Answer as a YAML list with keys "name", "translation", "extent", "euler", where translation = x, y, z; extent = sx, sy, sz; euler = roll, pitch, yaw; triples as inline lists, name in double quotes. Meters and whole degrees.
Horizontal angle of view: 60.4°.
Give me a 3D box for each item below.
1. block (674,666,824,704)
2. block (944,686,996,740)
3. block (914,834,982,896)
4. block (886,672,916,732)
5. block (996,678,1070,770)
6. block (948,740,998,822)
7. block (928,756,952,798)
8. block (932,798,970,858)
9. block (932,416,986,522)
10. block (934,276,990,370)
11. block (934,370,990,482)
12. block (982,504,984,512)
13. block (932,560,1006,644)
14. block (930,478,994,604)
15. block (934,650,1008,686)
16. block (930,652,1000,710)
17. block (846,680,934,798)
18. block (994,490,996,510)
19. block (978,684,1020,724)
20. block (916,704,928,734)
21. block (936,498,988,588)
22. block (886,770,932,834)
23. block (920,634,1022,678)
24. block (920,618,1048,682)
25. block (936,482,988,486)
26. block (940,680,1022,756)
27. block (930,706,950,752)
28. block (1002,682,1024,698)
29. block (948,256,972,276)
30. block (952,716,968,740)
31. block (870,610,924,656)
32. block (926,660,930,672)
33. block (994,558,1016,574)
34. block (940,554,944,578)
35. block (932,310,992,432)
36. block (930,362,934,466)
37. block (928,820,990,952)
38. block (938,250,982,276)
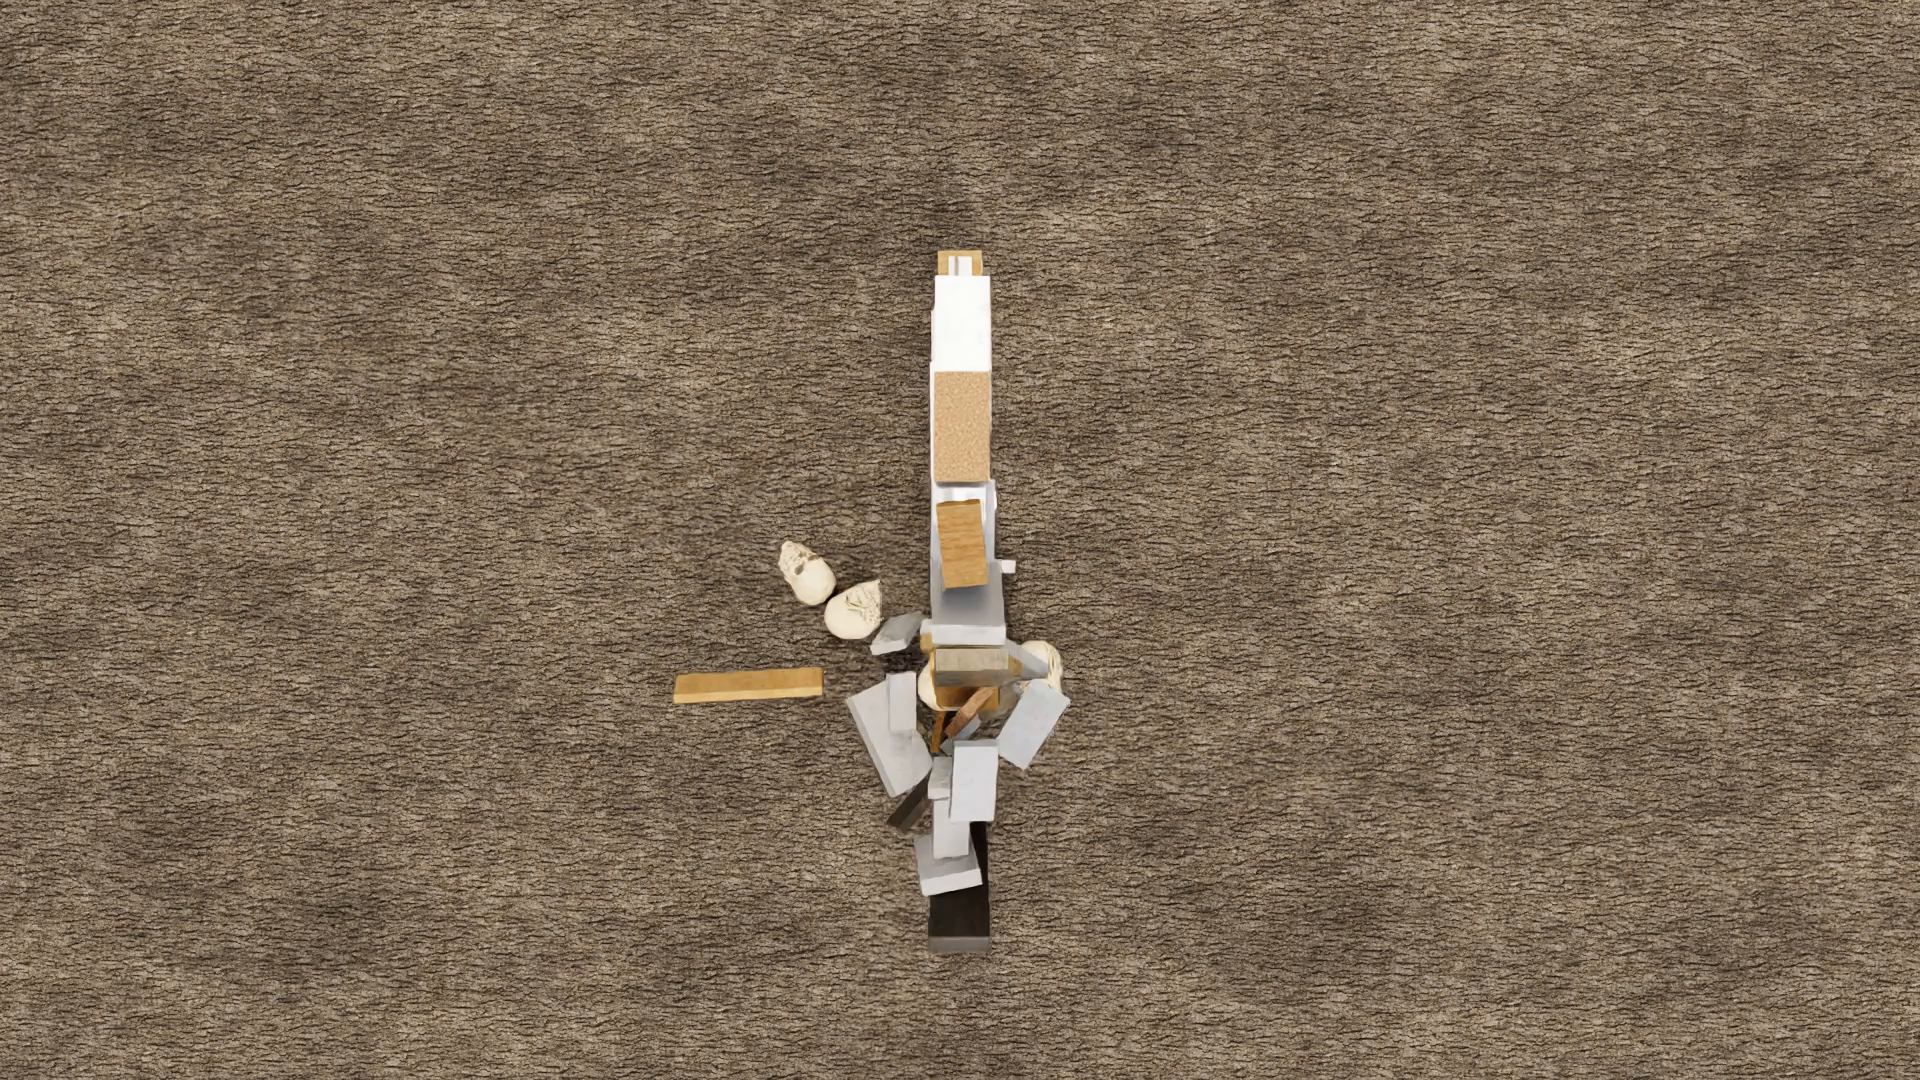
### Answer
- name: "block"
  translation: [-0.695, 0.477, 5.441]
  extent: [0.484, 0.117, 0.033]
  euler: [-3, 120, 0]
- name: "block"
  translation: [0.028, 0.473, 4.578]
  extent: [0.034, 0.239, 0.120]
  euler: [42, 68, 6]
- name: "block"
  translation: [-0.039, 0.955, 4.919]
  extent: [0.175, 0.349, 0.049]
  euler: [-11, 101, -3]
- name: "block"
  translation: [-0.182, 0.503, 5.149]
  extent: [0.089, 0.025, 0.178]
  euler: [-4, 98, -27]
- name: "block"
  translation: [0.200, 0.534, 4.762]
  extent: [0.120, 0.343, 0.034]
  euler: [32, 47, 5]
- name: "block"
  translation: [0.037, 0.653, 4.472]
  extent: [0.120, 0.034, 0.239]
  euler: [-1, 115, -8]
- name: "block"
  translation: [-0.031, 0.691, 4.814]
  extent: [0.106, 0.212, 0.030]
  euler: [-3, 107, 6]
- name: "block"
  translation: [-0.028, 0.833, 4.812]
  extent: [0.106, 0.030, 0.212]
  euler: [-4, 119, -8]
- name: "block"
  translation: [-0.002, -0.179, 4.147]
  extent: [0.132, 0.037, 0.264]
  euler: [0, 90, 0]
- name: "block"
  translation: [0.005, -0.496, 3.913]
  extent: [0.128, 0.036, 0.257]
  euler: [0, 90, 0]
- name: "block"
  translation: [0.003, -0.264, 3.853]
  extent: [0.129, 0.036, 0.257]
  euler: [0, 89, 0]
- name: "block"
  translation: [0.002, -0.073, 4.023]
  extent: [0.106, 0.212, 0.030]
  euler: [1, 90, 0]
- name: "block"
  translation: [0.018, 0.154, 4.182]
  extent: [0.179, 0.364, 0.051]
  euler: [1, 115, -1]
- name: "block"
  translation: [0.007, 0.004, 4.454]
  extent: [0.170, 0.048, 0.339]
  euler: [1, 90, 0]
- name: "block"
  translation: [0.024, 0.327, 4.203]
  extent: [0.179, 0.358, 0.051]
  euler: [0, 79, -2]
- name: "block"
  translation: [0.017, 0.397, 4.615]
  extent: [0.179, 0.358, 0.051]
  euler: [3, 69, 4]
- name: "block"
  translation: [-0.222, 0.639, 5.372]
  extent: [0.175, 0.049, 0.349]
  euler: [-24, 88, -34]
- name: "block"
  translation: [0.013, -0.103, 4.648]
  extent: [0.170, 0.339, 0.048]
  euler: [-4, 90, 0]
- name: "block"
  translation: [0.108, 0.483, 4.876]
  extent: [0.141, 0.020, 0.071]
  euler: [-24, 75, -30]
- name: "block"
  translation: [-0.154, 0.548, 5.280]
  extent: [0.025, 0.178, 0.089]
  euler: [-25, 54, 7]
- name: "block"
  translation: [0.006, 0.009, 3.931]
  extent: [0.106, 0.030, 0.212]
  euler: [-5, 115, 2]
- name: "block"
  translation: [-0.126, 0.780, 4.918]
  extent: [0.030, 0.106, 0.212]
  euler: [46, 74, -15]
- name: "block"
  translation: [0.033, 0.319, 4.543]
  extent: [0.151, 0.302, 0.043]
  euler: [-8, 66, 28]
- name: "block"
  translation: [0.075, 0.309, 4.627]
  extent: [0.151, 0.460, 0.043]
  euler: [-8, 65, 30]
- name: "block"
  translation: [0.004, -0.165, 3.999]
  extent: [0.129, 0.257, 0.036]
  euler: [0, 85, 0]
- name: "block"
  translation: [0.066, 0.541, 5.152]
  extent: [0.043, 0.151, 0.302]
  euler: [43, 65, 4]
- name: "block"
  translation: [-0.060, 0.585, 5.246]
  extent: [0.025, 0.178, 0.089]
  euler: [18, 46, 7]
- name: "block"
  translation: [0.138, 0.429, 5.040]
  extent: [0.374, 0.071, 0.020]
  euler: [46, 74, -6]
- name: "block"
  translation: [0.001, -0.676, 4.266]
  extent: [0.058, 0.016, 0.116]
  euler: [-1, 90, 0]
- name: "block"
  translation: [0.002, 0.632, 5.382]
  extent: [0.055, 0.016, 0.110]
  euler: [0, 90, 0]
- name: "block"
  translation: [-0.203, 0.300, 5.333]
  extent: [0.117, 0.234, 0.033]
  euler: [-13, 106, 18]
- name: "block"
  translation: [-0.029, 0.333, 5.233]
  extent: [0.109, 0.031, 0.219]
  euler: [16, 114, 5]
- name: "block"
  translation: [0.102, 0.083, 5.356]
  extent: [0.144, 0.287, 0.041]
  euler: [1, 90, 0]
- name: "block"
  translation: [0.006, 0.049, 4.146]
  extent: [0.106, 0.327, 0.030]
  euler: [5, 101, -3]
- name: "block"
  translation: [0.005, -0.507, 4.956]
  extent: [0.179, 0.051, 0.358]
  euler: [0, 90, 0]
- name: "block"
  translation: [-0.001, -0.324, 4.480]
  extent: [0.158, 0.045, 0.315]
  euler: [0, 90, 0]
- name: "block"
  translation: [-0.003, 0.983, 5.090]
  extent: [0.175, 0.866, 0.049]
  euler: [0, 112, 0]
- name: "block"
  translation: [0.001, -0.654, 4.407]
  extent: [0.116, 0.033, 0.231]
  euler: [-1, 90, 0]
